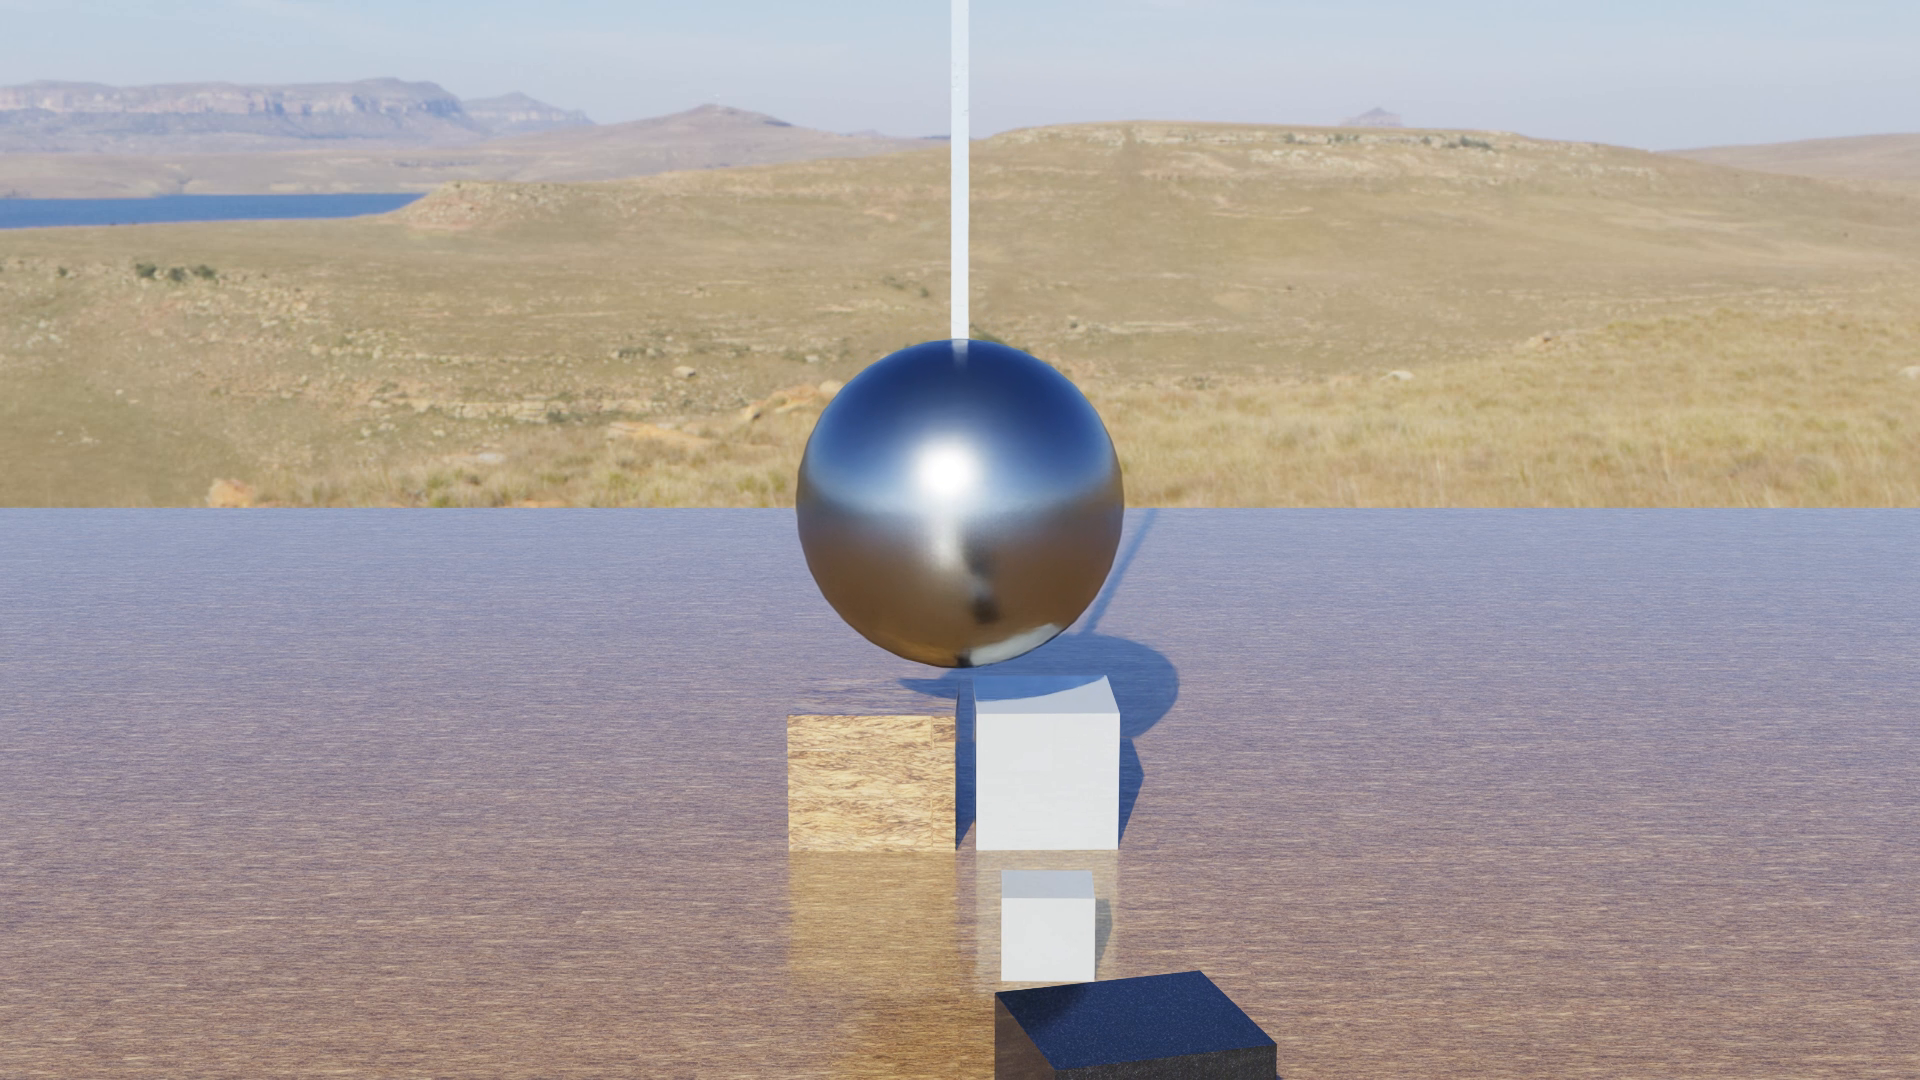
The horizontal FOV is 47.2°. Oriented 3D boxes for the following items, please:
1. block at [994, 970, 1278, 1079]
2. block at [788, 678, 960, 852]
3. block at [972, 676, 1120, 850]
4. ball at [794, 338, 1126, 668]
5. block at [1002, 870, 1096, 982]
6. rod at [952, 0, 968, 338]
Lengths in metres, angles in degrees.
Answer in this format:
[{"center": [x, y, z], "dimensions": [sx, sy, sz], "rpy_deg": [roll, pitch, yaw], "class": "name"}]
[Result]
[{"center": [0.544, 1.889, 7.031], "dimensions": [0.717, 0.767, 0.634], "rpy_deg": [-3, 11, -15], "class": "block"}, {"center": [-0.430, 1.145, 11.313], "dimensions": [0.832, 0.700, 0.766], "rpy_deg": [0, 10, 1], "class": "block"}, {"center": [0.430, 1.137, 11.349], "dimensions": [0.710, 0.703, 0.788], "rpy_deg": [0, 10, -1], "class": "block"}, {"center": [0.000, -0.176, 10.680], "dimensions": [1.600, 1.600, 1.600], "rpy_deg": [0, 10, 0], "class": "ball"}, {"center": [0.375, 1.654, 9.448], "dimensions": [0.393, 0.366, 0.362], "rpy_deg": [0, 10, 1], "class": "block"}, {"center": [0.000, -3.558, 10.331], "dimensions": [0.080, 5.200, 0.080], "rpy_deg": [0, 6, 0], "class": "rod"}]
